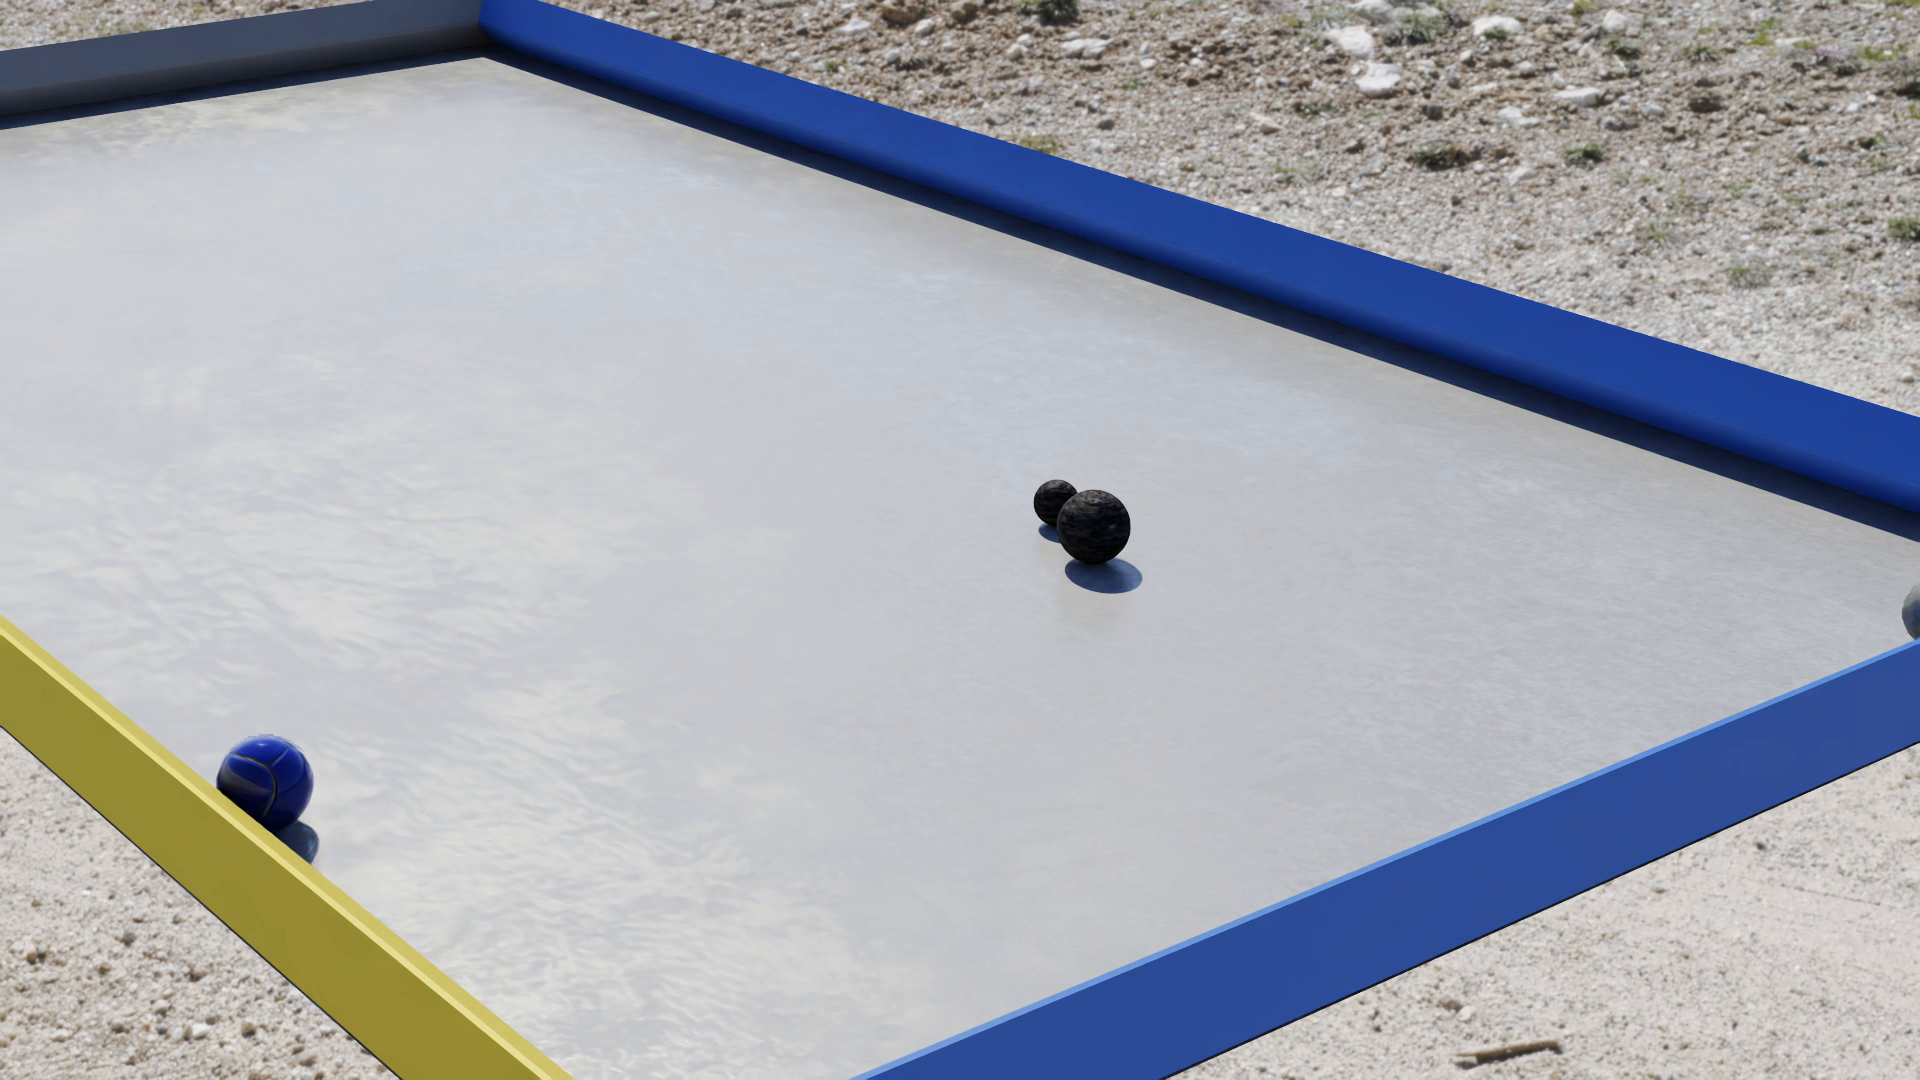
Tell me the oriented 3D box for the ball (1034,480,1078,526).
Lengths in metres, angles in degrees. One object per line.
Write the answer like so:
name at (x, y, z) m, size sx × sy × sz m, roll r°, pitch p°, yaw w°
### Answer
ball at (0.087, -0.034, 2.647) m, size 0.042 × 0.042 × 0.042 m, roll 0°, pitch 22°, yaw 0°

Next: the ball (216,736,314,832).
ball at (-0.494, 0.173, 2.089) m, size 0.068 × 0.068 × 0.068 m, roll 0°, pitch 22°, yaw 0°

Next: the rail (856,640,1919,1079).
rail at (0.432, 0.187, 2.025) m, size 1.550 × 0.088 × 0.045 m, roll -16°, pitch 27°, yaw -35°

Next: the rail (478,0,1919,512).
rail at (0.144, -0.394, 3.495) m, size 0.045 × 0.088 × 2.888 m, roll -16°, pitch 27°, yaw -35°

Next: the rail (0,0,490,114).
rail at (-1.324, -0.634, 4.101) m, size 1.550 × 0.088 × 0.045 m, roll -16°, pitch 27°, yaw -35°

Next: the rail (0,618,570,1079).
rail at (-1.037, -0.053, 2.631) m, size 0.045 × 0.088 × 2.888 m, roll -16°, pitch 27°, yaw -35°

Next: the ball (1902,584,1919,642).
ball at (0.796, 0.060, 2.390) m, size 0.058 × 0.058 × 0.058 m, roll 0°, pitch 22°, yaw 0°

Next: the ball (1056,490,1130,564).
ball at (0.116, -0.012, 2.561) m, size 0.065 × 0.065 × 0.065 m, roll 0°, pitch 22°, yaw 0°
